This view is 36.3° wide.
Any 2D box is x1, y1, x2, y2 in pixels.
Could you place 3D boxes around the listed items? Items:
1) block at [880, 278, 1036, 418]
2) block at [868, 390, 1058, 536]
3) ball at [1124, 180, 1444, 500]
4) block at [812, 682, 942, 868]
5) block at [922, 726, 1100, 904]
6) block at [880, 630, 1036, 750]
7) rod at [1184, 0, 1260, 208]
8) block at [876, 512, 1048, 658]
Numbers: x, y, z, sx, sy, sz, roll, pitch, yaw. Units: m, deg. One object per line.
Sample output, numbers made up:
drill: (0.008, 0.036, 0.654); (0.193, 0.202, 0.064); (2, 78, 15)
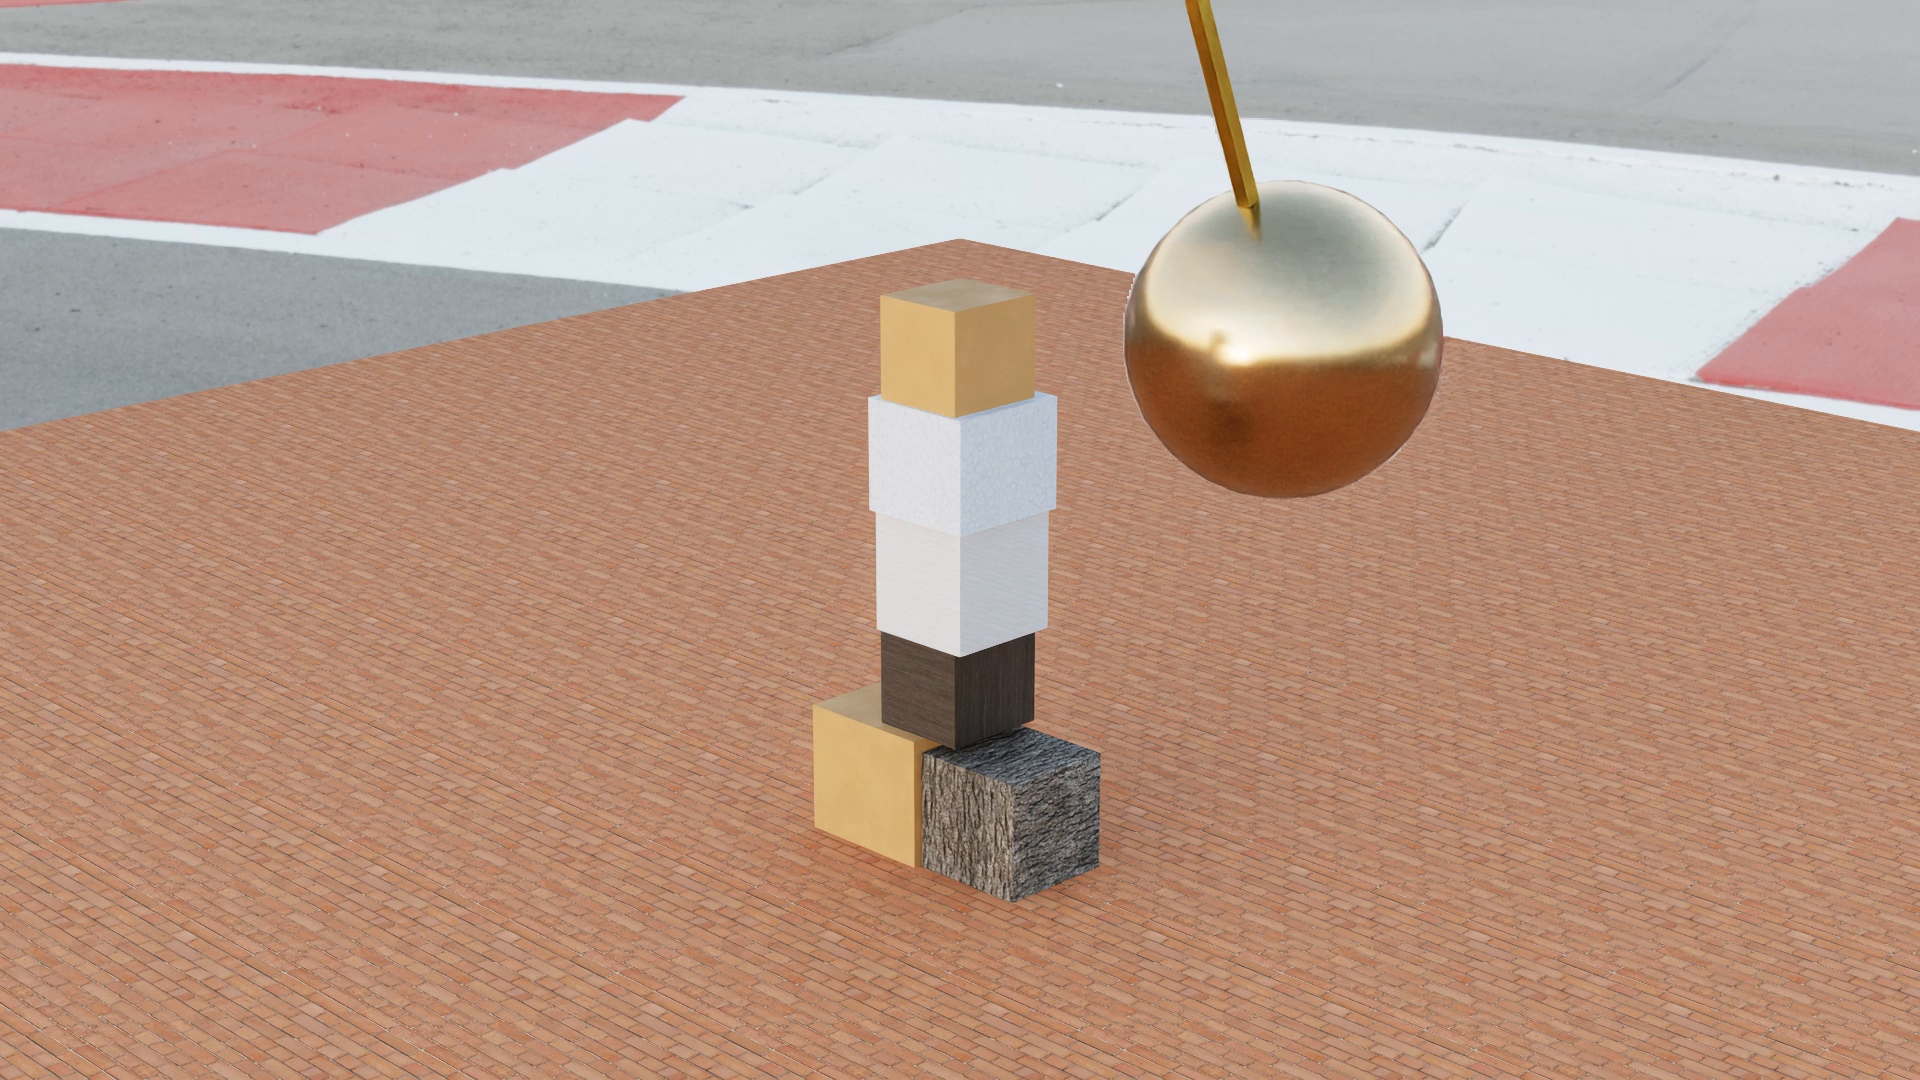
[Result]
block: (-0.009, -0.861, 13.061); (0.505, 0.473, 0.466); (-17, 24, -42)
block: (0.013, -0.391, 13.232); (0.614, 0.526, 0.584); (-17, 24, -42)
ball: (1.623, -1.003, 14.727); (1.600, 1.600, 1.600); (0, 17, 0)
block: (-0.206, 1.070, 13.902); (0.696, 0.622, 0.683); (-17, 24, -42)
block: (0.233, 1.239, 13.461); (0.573, 0.564, 0.583); (-17, 24, -42)
block: (-0.009, 0.627, 13.529); (0.522, 0.448, 0.481); (-17, 24, -42)
rod: (0.703, -3.725, 12.908); (0.080, 5.200, 0.080); (17, 46, 42)
block: (0.011, 0.134, 13.395); (0.570, 0.573, 0.540); (-17, 24, -42)
